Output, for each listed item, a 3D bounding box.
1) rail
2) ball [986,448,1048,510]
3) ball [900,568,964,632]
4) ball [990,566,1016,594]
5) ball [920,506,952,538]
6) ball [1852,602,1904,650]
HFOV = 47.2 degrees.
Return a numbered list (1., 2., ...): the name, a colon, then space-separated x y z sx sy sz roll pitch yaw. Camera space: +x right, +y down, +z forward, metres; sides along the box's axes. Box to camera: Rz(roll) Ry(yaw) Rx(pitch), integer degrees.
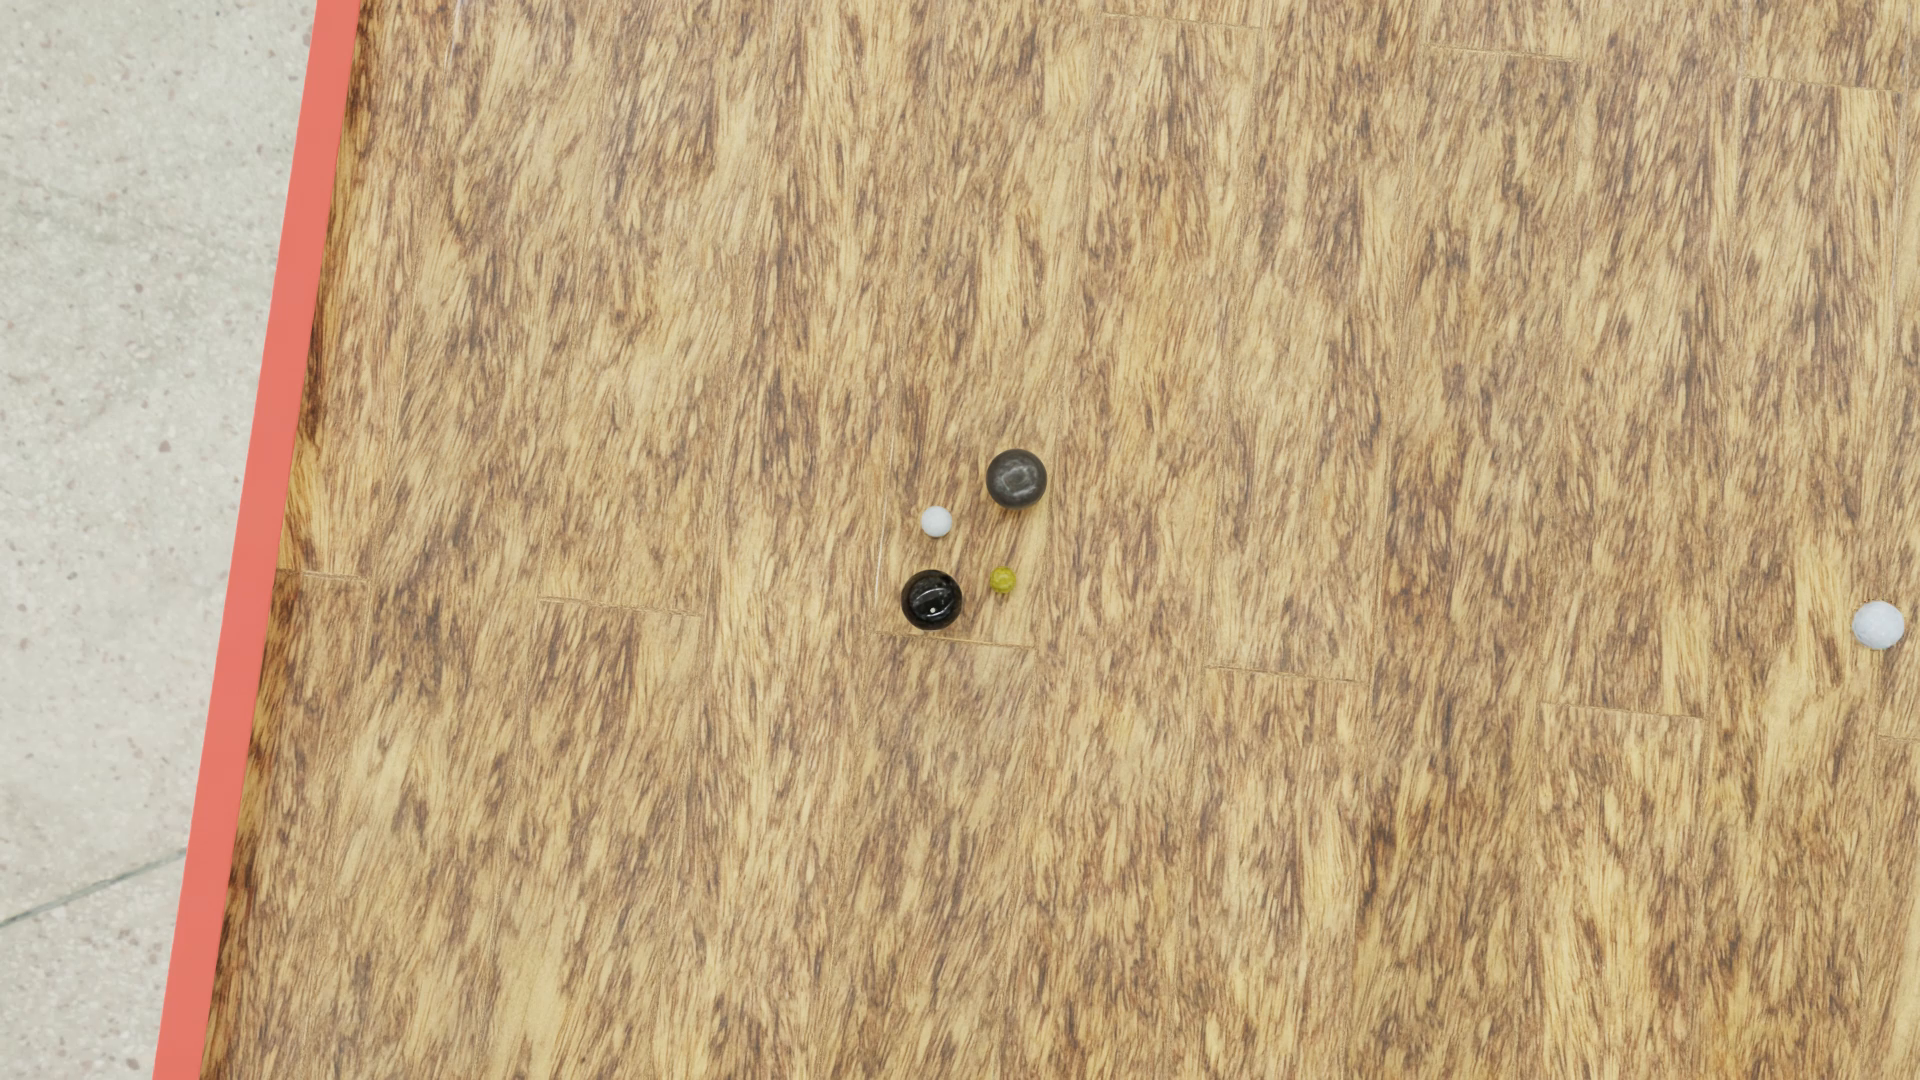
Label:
1. rail: -1.014 -0.109 3.256 0.045 0.120 2.295 6 82 1
2. ball: 0.084 -0.090 3.269 0.092 0.092 0.092 0 82 0
3. ball: -0.042 0.089 3.243 0.093 0.093 0.093 0 82 0
4. ball: 0.064 0.059 3.273 0.041 0.041 0.041 0 82 0
5. ball: -0.035 -0.028 3.283 0.047 0.047 0.047 0 82 0
6. ball: 1.356 0.126 3.248 0.071 0.071 0.071 0 82 0
